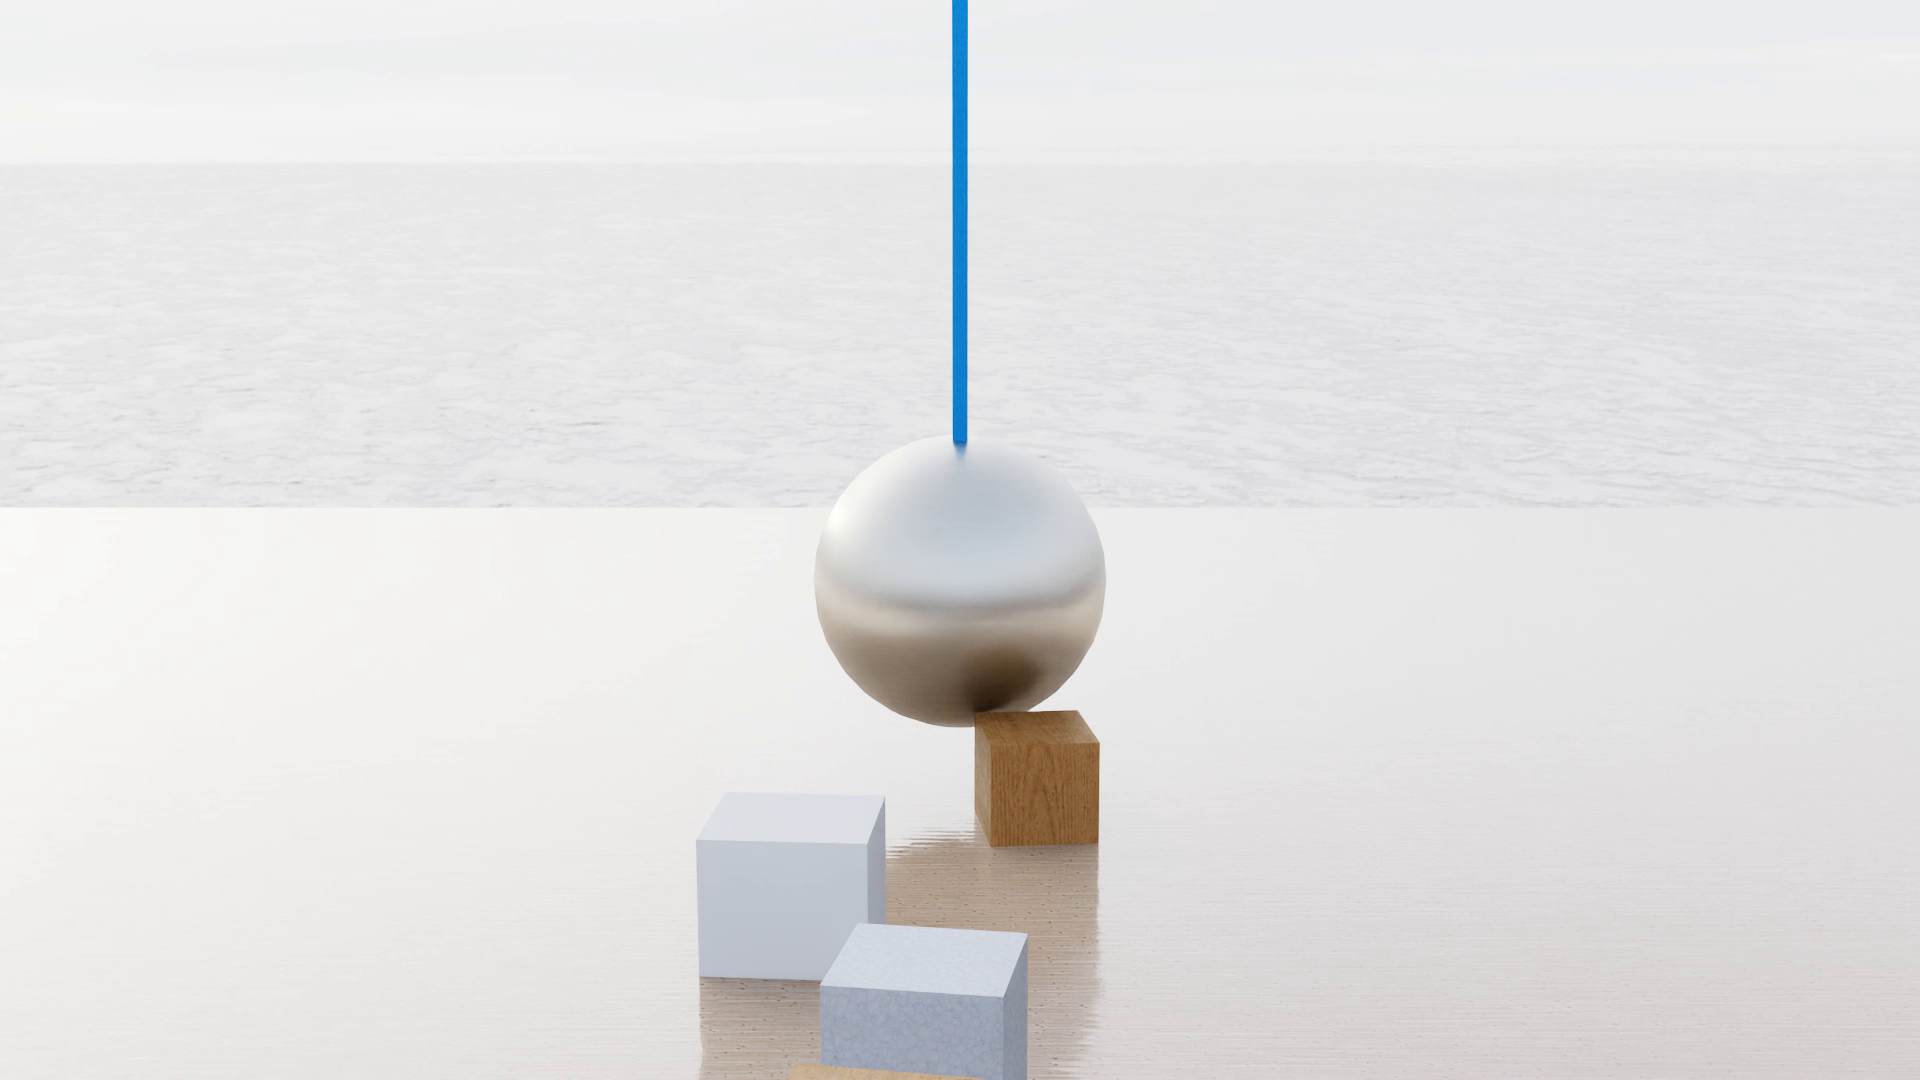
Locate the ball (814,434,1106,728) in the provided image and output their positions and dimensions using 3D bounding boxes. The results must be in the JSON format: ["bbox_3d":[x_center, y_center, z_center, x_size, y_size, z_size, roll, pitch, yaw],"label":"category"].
[{"bbox_3d":[0.000,0.223,12.001,1.600,1.600,1.600,0,10,0],"label":"ball"}]

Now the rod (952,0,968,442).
[{"bbox_3d":[0.000,-3.017,10.970,0.080,5.200,0.080,0,18,0],"label":"rod"}]

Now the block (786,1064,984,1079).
[{"bbox_3d":[-0.275,2.022,6.438,0.582,0.718,0.634,2,11,11],"label":"block"}]

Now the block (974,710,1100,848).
[{"bbox_3d":[0.389,1.224,11.366,0.552,0.526,0.651,-1,10,-7],"label":"block"}]

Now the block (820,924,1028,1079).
[{"bbox_3d":[-0.116,1.801,7.864,0.637,0.642,0.618,2,10,9],"label":"block"}]

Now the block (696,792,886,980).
[{"bbox_3d":[-0.723,1.502,9.608,0.725,0.607,0.689,1,10,4],"label":"block"}]
